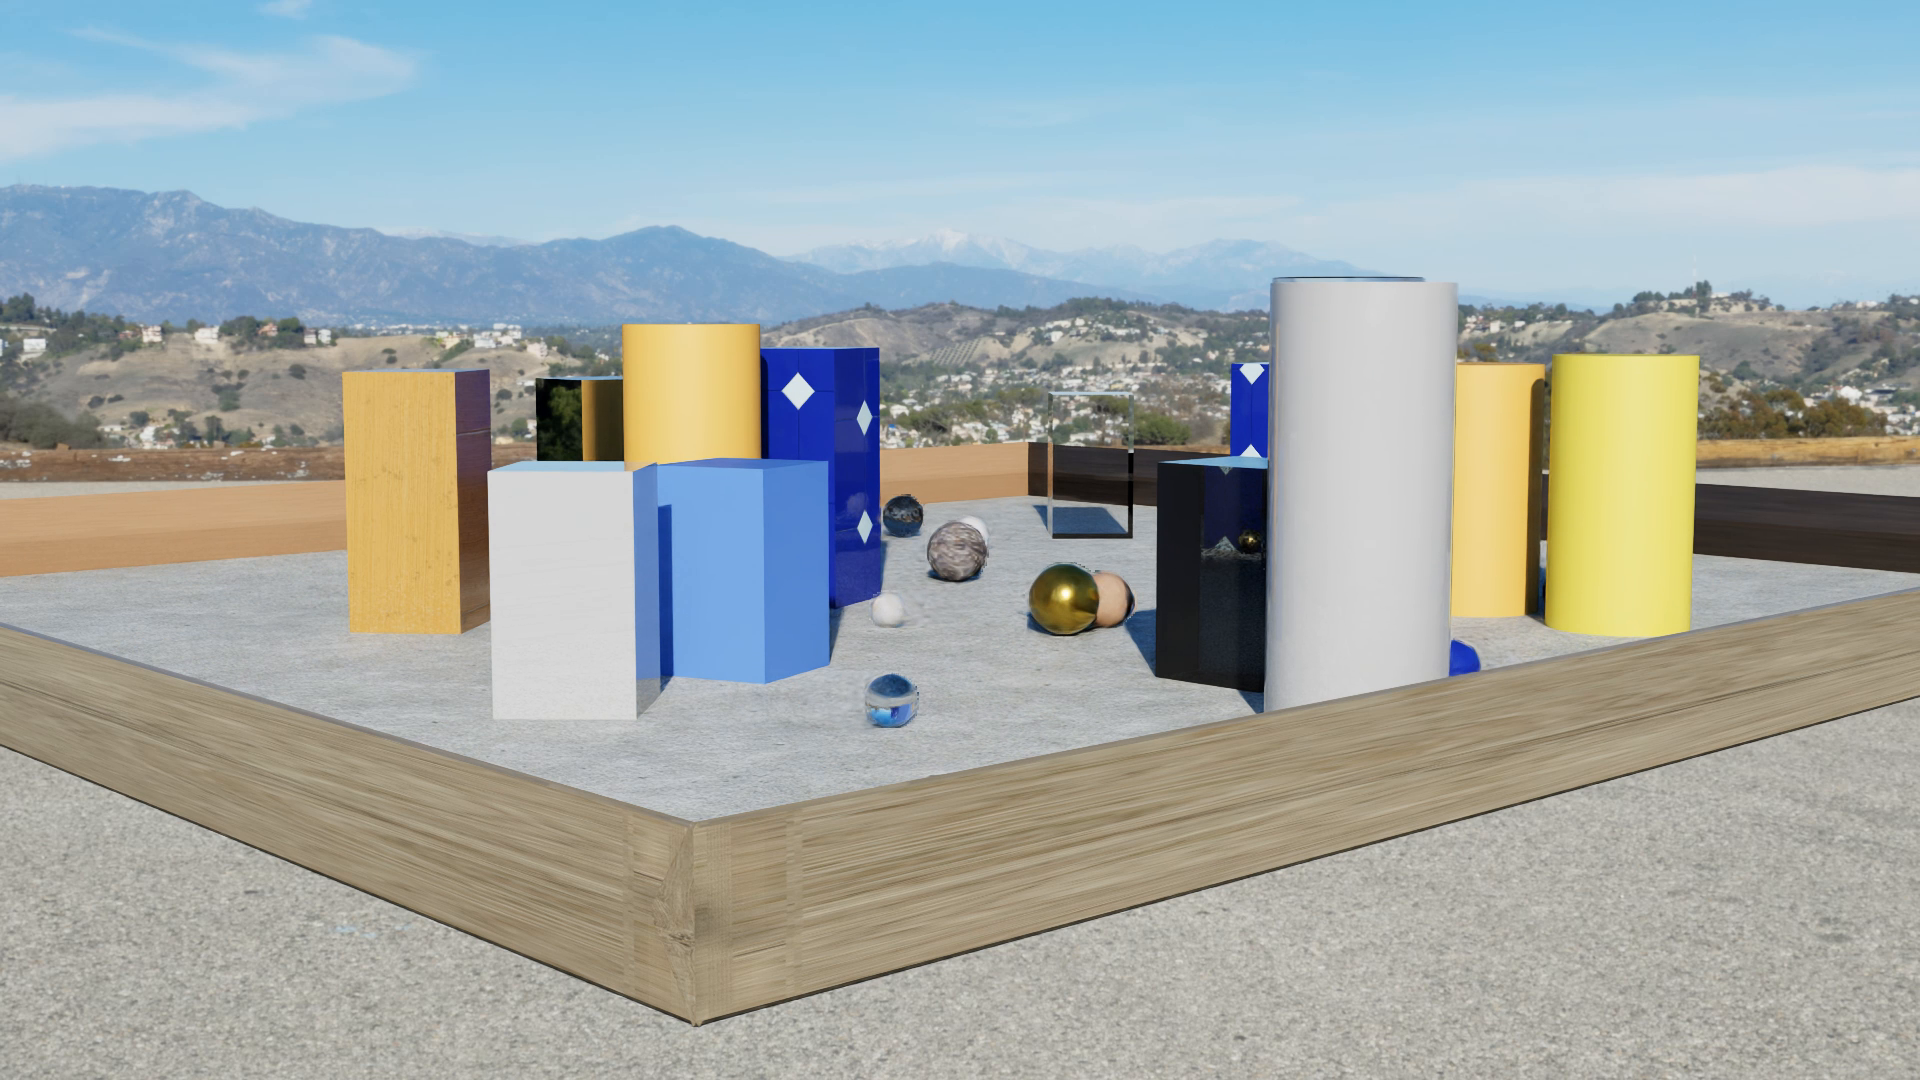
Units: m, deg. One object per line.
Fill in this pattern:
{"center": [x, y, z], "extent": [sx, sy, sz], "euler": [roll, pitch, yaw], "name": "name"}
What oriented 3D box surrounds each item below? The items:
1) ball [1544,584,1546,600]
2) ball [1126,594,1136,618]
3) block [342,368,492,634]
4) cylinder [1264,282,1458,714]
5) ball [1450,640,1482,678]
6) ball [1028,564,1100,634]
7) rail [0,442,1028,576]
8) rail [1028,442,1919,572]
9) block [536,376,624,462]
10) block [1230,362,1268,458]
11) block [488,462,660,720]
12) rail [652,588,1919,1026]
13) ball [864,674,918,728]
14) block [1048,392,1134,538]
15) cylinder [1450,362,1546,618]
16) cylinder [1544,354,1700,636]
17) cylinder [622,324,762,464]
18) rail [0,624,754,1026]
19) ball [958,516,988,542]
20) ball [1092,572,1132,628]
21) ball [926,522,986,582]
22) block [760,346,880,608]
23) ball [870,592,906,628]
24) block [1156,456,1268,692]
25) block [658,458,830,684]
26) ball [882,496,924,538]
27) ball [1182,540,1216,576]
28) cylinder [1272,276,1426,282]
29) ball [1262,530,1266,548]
{"center": [0.897, 0.077, 3.281], "extent": [0.053, 0.053, 0.053], "euler": [0, 6, 0], "name": "ball"}
{"center": [0.223, 0.089, 3.154], "extent": [0.056, 0.056, 0.056], "euler": [0, 6, 0], "name": "ball"}
{"center": [-0.759, -0.058, 3.098], "extent": [0.157, 0.360, 0.157], "euler": [1, 6, 5], "name": "block"}
{"center": [0.427, -0.037, 2.350], "extent": [0.197, 0.473, 0.197], "euler": [0, 6, 0], "name": "cylinder"}
{"center": [0.573, 0.148, 2.554], "extent": [0.064, 0.064, 0.064], "euler": [0, 6, 0], "name": "ball"}
{"center": [0.144, 0.081, 3.023], "extent": [0.098, 0.098, 0.098], "euler": [0, 6, 0], "name": "ball"}
{"center": [-0.896, -0.068, 4.298], "extent": [2.929, 0.128, 0.045], "euler": [-5, 8, -42], "name": "rail"}
{"center": [1.059, -0.068, 4.304], "extent": [0.045, 0.128, 2.690], "euler": [-5, 8, -42], "name": "rail"}
{"center": [-0.626, -0.117, 3.822], "extent": [0.157, 0.328, 0.157], "euler": [-5, 8, -40], "name": "block"}
{"center": [0.622, -0.162, 4.171], "extent": [0.157, 0.344, 0.157], "euler": [5, 8, 40], "name": "block"}
{"center": [-0.429, 0.053, 2.464], "extent": [0.157, 0.271, 0.157], "euler": [0, 6, 2], "name": "block"}
{"center": [0.896, 0.134, 2.366], "extent": [2.929, 0.128, 0.045], "euler": [-5, 8, -42], "name": "rail"}
{"center": [-0.074, 0.172, 2.354], "extent": [0.057, 0.057, 0.057], "euler": [0, 6, 0], "name": "ball"}
{"center": [0.258, -0.150, 4.361], "extent": [0.157, 0.281, 0.157], "euler": [0, 6, -1], "name": "block"}
{"center": [0.766, -0.079, 3.278], "extent": [0.197, 0.365, 0.197], "euler": [0, 6, 0], "name": "cylinder"}
{"center": [0.928, -0.068, 3.086], "extent": [0.197, 0.382, 0.197], "euler": [0, 6, 0], "name": "cylinder"}
{"center": [-0.384, -0.098, 3.169], "extent": [0.197, 0.425, 0.197], "euler": [0, 6, 0], "name": "cylinder"}
{"center": [-1.059, 0.135, 2.360], "extent": [0.045, 0.128, 2.690], "euler": [-5, 8, -42], "name": "rail"}
{"center": [0.019, -0.010, 4.042], "extent": [0.068, 0.068, 0.068], "euler": [0, 6, 0], "name": "ball"}
{"center": [0.203, 0.084, 3.090], "extent": [0.079, 0.079, 0.079], "euler": [0, 6, 0], "name": "ball"}
{"center": [-0.005, 0.019, 3.620], "extent": [0.098, 0.098, 0.098], "euler": [0, 6, 0], "name": "ball"}
{"center": [-0.228, -0.100, 3.371], "extent": [0.157, 0.387, 0.157], "euler": [3, 6, 23], "name": "block"}
{"center": [-0.101, 0.099, 3.091], "extent": [0.051, 0.051, 0.051], "euler": [0, 6, 0], "name": "ball"}
{"center": [0.349, 0.037, 2.664], "extent": [0.157, 0.262, 0.157], "euler": [6, 8, 45], "name": "block"}
{"center": [-0.270, 0.033, 2.718], "extent": [0.157, 0.257, 0.157], "euler": [3, 7, 26], "name": "block"}
{"center": [-0.111, -0.047, 4.330], "extent": [0.082, 0.082, 0.082], "euler": [0, 6, 0], "name": "ball"}
{"center": [0.403, 0.030, 3.707], "extent": [0.059, 0.059, 0.059], "euler": [0, 6, 0], "name": "ball"}
{"center": [0.503, -0.098, 2.873], "extent": [0.197, 0.486, 0.197], "euler": [0, 6, 0], "name": "cylinder"}
{"center": [0.583, -0.003, 4.075], "extent": [0.047, 0.047, 0.047], "euler": [0, 6, 0], "name": "ball"}
